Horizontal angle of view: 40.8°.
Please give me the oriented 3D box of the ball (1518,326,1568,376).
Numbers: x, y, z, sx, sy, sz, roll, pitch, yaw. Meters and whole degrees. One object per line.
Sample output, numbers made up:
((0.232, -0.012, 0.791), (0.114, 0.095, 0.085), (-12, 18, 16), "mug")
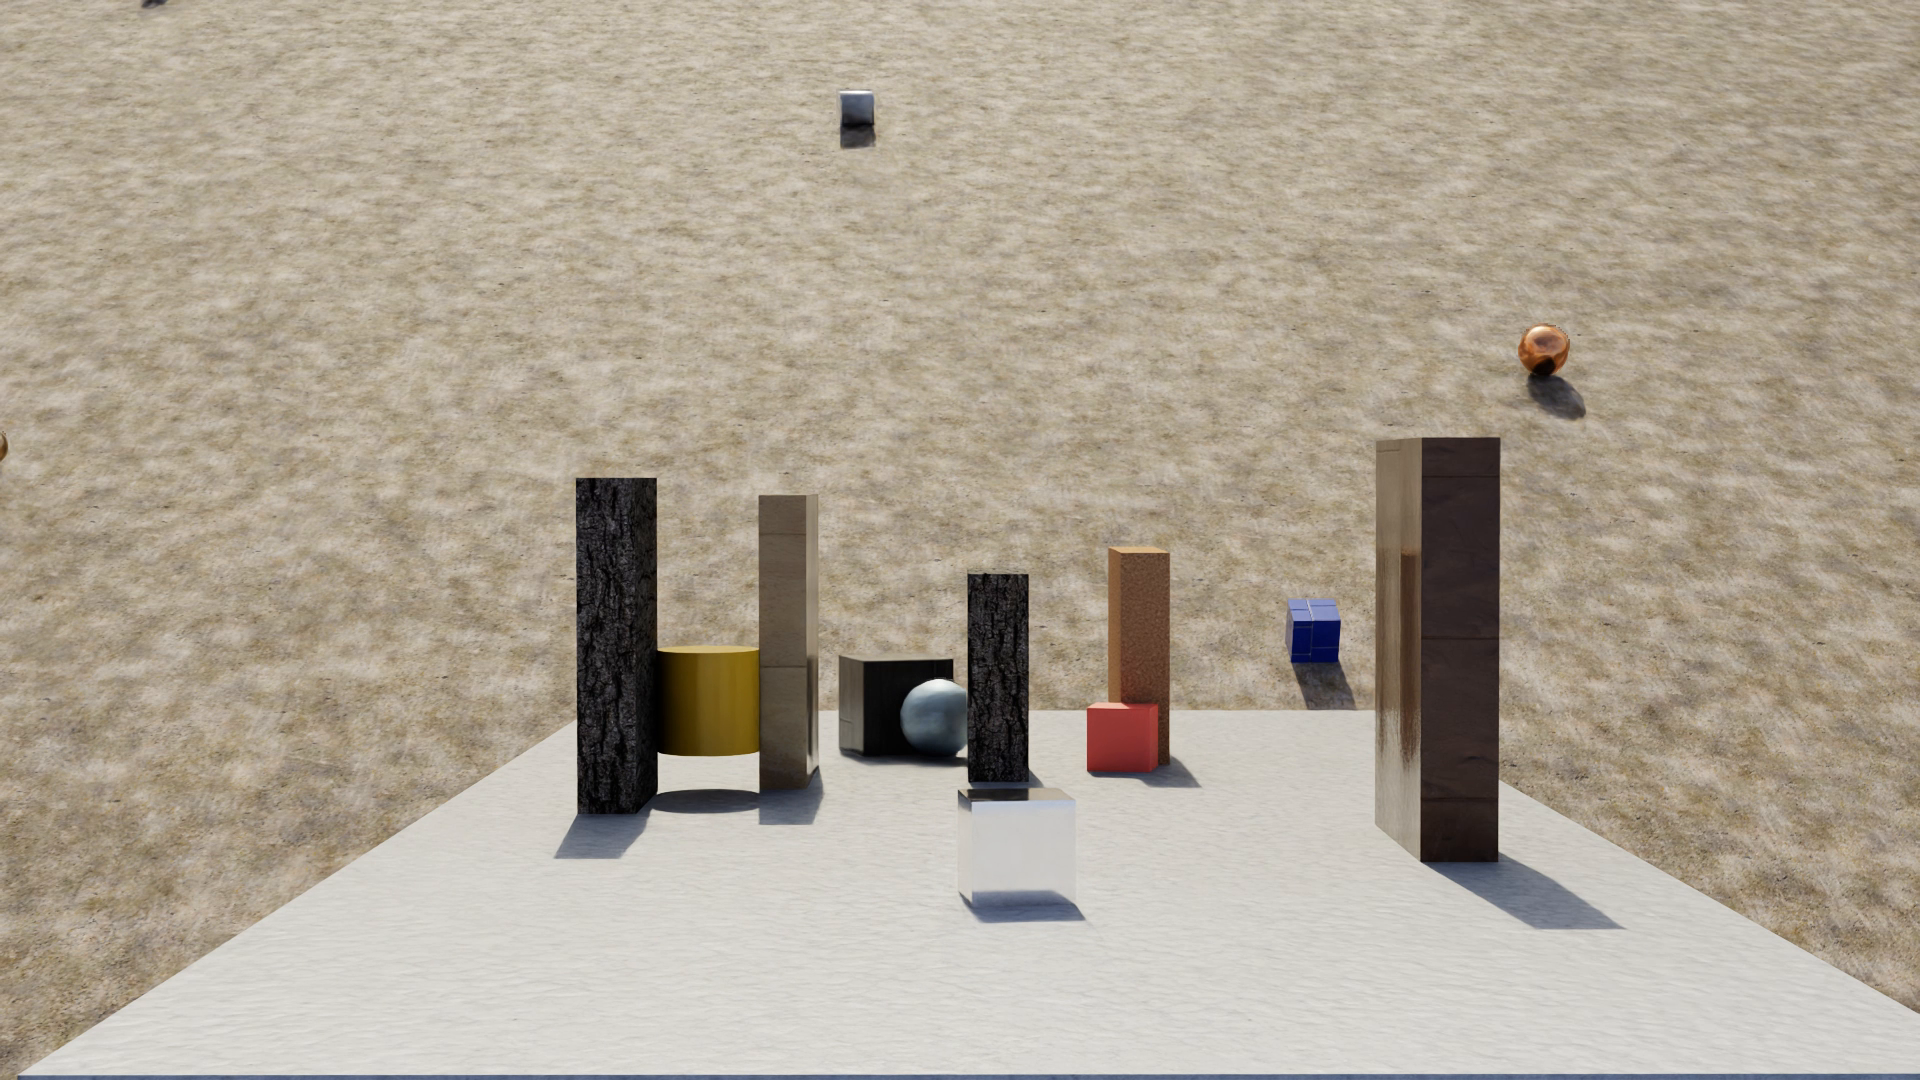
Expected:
((1.991, -0.646, 8.801), (0.169, 0.169, 0.169), (0, 26, 0), "ball")

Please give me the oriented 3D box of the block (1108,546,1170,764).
((0.382, 0.240, 5.549), (0.101, 0.438, 0.443), (0, 1, 0), "block")

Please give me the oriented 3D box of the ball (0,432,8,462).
((-3.063, -0.293, 8.140), (0.114, 0.114, 0.114), (0, 26, 0), "ball")

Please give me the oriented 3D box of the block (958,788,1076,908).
((0.079, 0.433, 3.648), (0.146, 0.146, 0.146), (0, 1, -8), "block")

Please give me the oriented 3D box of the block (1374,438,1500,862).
((0.770, 0.164, 4.189), (0.121, 0.655, 0.431), (0, 1, 0), "block")

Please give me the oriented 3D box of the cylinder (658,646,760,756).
((-0.477, 0.304, 4.892), (0.193, 0.193, 0.193), (0, 2, 0), "cylinder")

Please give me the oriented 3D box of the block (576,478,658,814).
((-0.625, 0.183, 4.718), (0.104, 0.594, 0.335), (0, 1, 0), "block")

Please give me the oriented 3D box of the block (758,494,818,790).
((-0.338, 0.190, 5.123), (0.091, 0.560, 0.425), (0, 1, 0), "block")

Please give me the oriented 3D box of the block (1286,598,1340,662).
((0.959, 0.246, 7.017), (0.128, 0.128, 0.128), (0, 26, -1), "block")

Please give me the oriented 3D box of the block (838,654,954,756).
((-0.141, 0.356, 5.631), (0.202, 0.202, 0.202), (0, 1, -18), "block")

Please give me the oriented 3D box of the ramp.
((0.059, 0.533, 4.570), (2.000, 0.100, 4.000), (0, 1, 0), "ramp")

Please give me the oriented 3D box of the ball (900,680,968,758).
((-0.044, 0.379, 5.469), (0.165, 0.165, 0.165), (0, 26, 0), "ball")

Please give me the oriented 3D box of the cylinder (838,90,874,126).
((-0.459, -1.915, 11.430), (0.146, 0.146, 0.146), (-3, 26, -8), "cylinder")

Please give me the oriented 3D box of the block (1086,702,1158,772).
((0.332, 0.402, 5.266), (0.128, 0.128, 0.128), (0, 1, 12), "block")

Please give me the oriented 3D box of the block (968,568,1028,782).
((0.075, 0.265, 5.190), (0.119, 0.406, 0.321), (0, 1, 0), "block")
